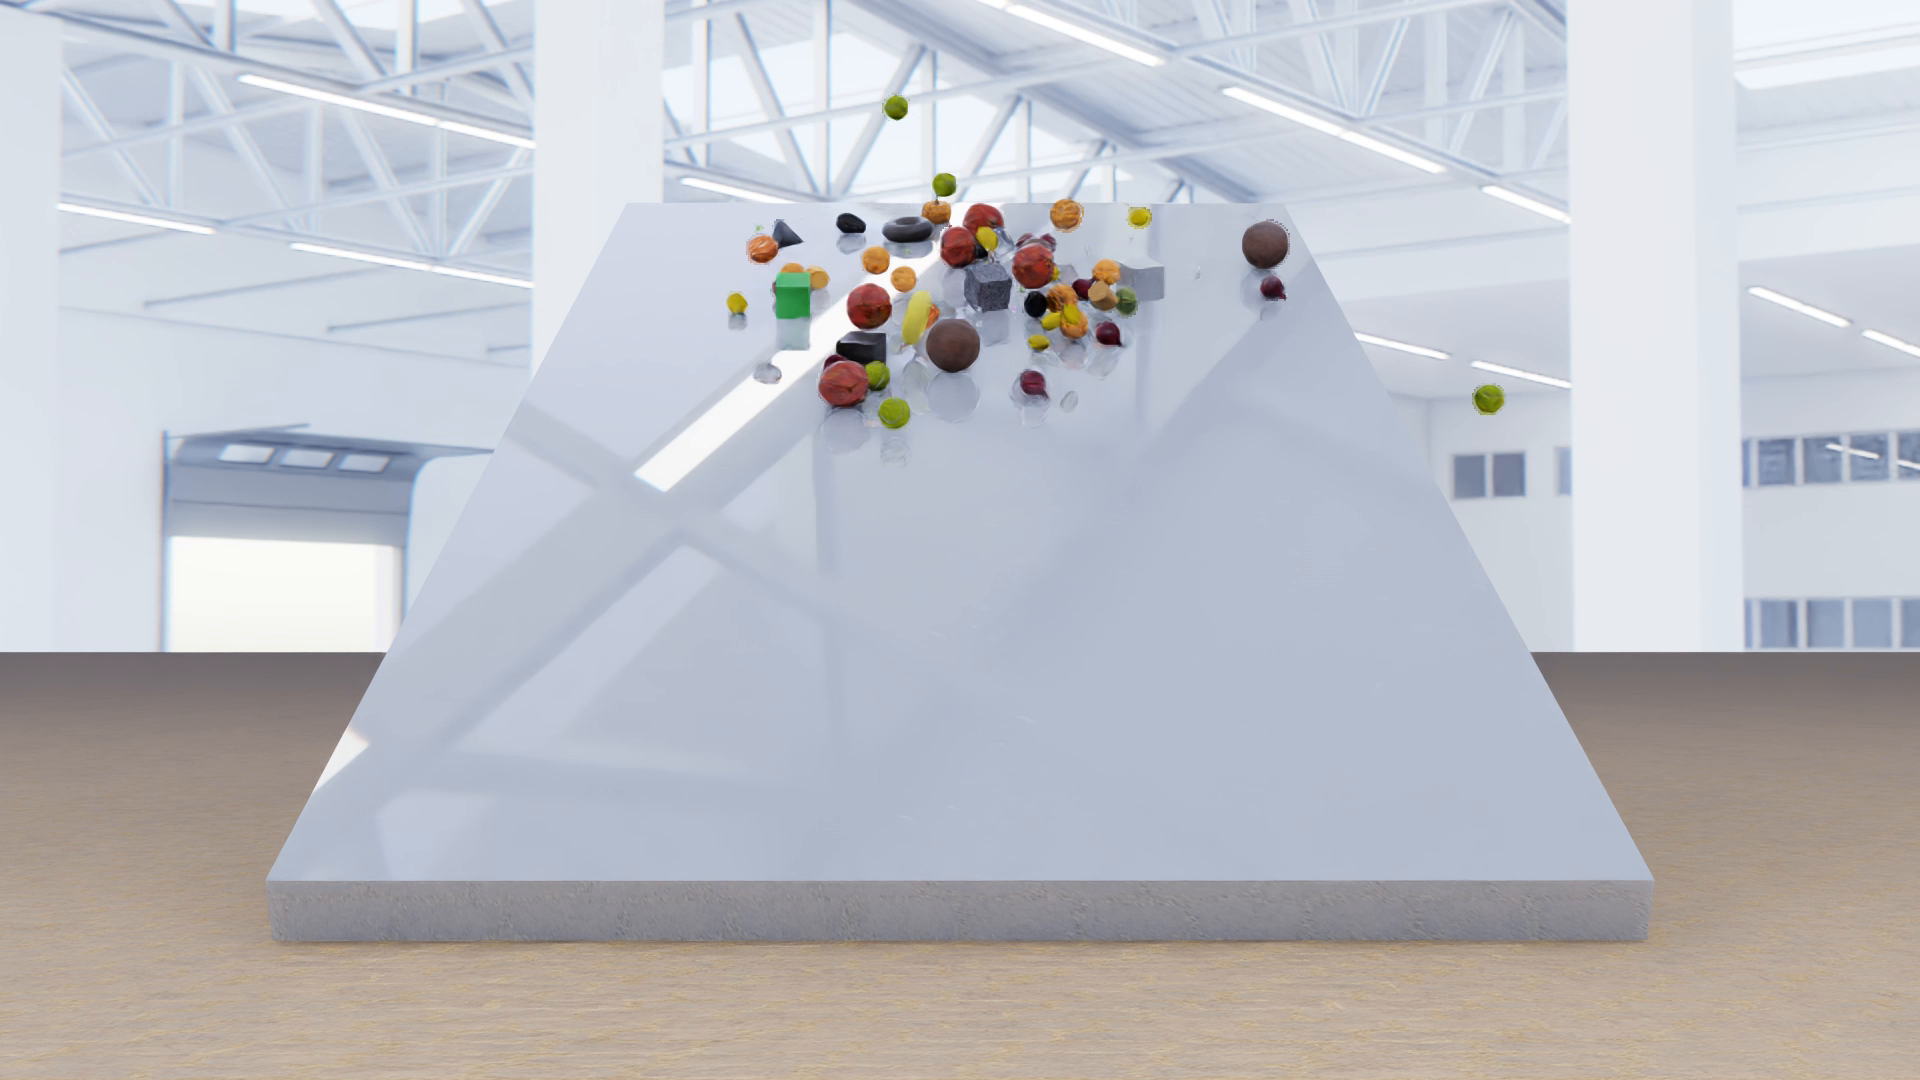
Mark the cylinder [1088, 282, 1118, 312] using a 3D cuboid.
[{"bbox_3d":[0.358,-0.610,5.758,0.055,0.055,0.055,-2,-24,31],"label":"cylinder"}]

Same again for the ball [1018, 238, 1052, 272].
[{"bbox_3d":[0.205,-0.775,6.251,0.095,0.095,0.095,0,-3,0],"label":"ball"}]

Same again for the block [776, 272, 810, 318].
[{"bbox_3d":[-0.429,-0.628,5.907,0.087,0.087,0.087,-1,30,-3],"label":"block"}]

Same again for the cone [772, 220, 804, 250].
[{"bbox_3d":[-0.465,-0.830,6.340,0.083,0.083,0.083,13,-8,-25],"label":"cone"}]

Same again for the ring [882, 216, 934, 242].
[{"bbox_3d":[-0.150,-0.894,6.622,0.148,0.049,0.148,-3,22,1],"label":"ring"}]

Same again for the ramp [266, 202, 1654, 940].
[{"bbox_3d":[-0.007,-0.222,5.181,2.000,0.100,4.000,0,22,0],"label":"ramp"}]

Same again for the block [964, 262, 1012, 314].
[{"bbox_3d":[0.072,-0.654,5.956,0.090,0.090,0.090,-9,40,-21],"label":"block"}]

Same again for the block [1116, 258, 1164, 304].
[{"bbox_3d":[0.474,-0.684,6.057,0.092,0.092,0.092,-10,24,-23],"label":"block"}]

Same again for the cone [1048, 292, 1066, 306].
[{"bbox_3d":[0.246,-0.631,6.017,0.052,0.052,0.052,1,19,-21],"label":"cone"}]

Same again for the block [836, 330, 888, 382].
[{"bbox_3d":[-0.232,-0.434,5.442,0.093,0.093,0.093,7,23,16],"label":"block"}]

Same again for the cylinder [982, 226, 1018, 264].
[{"bbox_3d":[0.109,-0.806,6.296,0.077,0.077,0.077,-24,-12,-5],"label":"cylinder"}]

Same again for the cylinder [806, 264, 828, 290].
[{"bbox_3d":[-0.382,-0.703,6.149,0.052,0.052,0.052,1,23,-20],"label":"cylinder"}]
